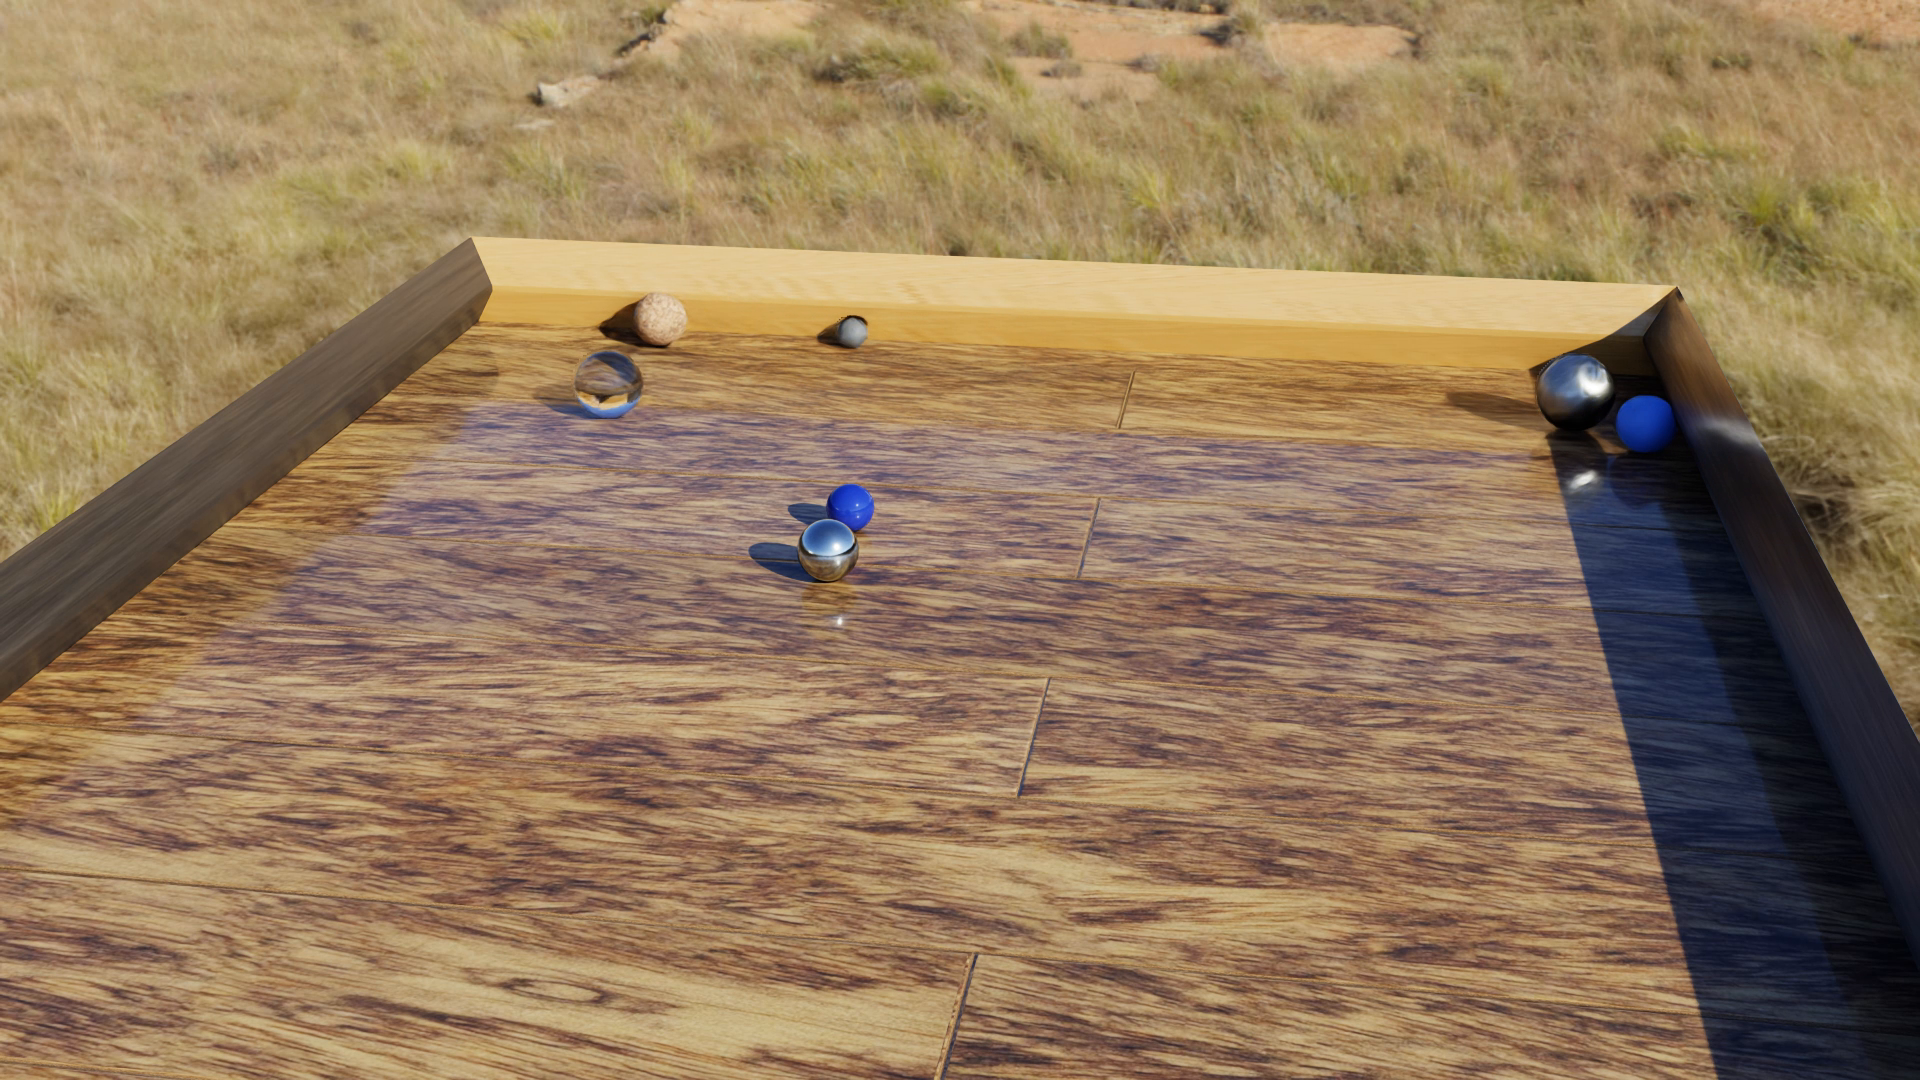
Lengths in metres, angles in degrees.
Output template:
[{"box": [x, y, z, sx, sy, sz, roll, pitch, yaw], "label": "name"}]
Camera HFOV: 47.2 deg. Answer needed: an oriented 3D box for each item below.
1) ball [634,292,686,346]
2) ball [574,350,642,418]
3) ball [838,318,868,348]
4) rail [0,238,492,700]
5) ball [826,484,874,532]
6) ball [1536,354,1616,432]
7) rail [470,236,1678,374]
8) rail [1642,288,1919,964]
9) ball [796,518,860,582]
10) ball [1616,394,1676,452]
[{"box": [-0.436, -0.321, 3.195, 0.078, 0.078, 0.078, 0, 22, 0], "label": "ball"}, {"box": [-0.463, -0.205, 2.899, 0.090, 0.090, 0.090, 0, 22, 0], "label": "ball"}, {"box": [-0.156, -0.301, 3.192, 0.043, 0.043, 0.043, 0, 22, 0], "label": "ball"}, {"box": [-0.966, 0.235, 1.770, 0.045, 0.128, 3.342, 3, 23, 8], "label": "rail"}, {"box": [-0.126, -0.037, 2.533, 0.056, 0.056, 0.056, 0, 22, 0], "label": "ball"}, {"box": [0.798, -0.190, 2.849, 0.099, 0.099, 0.099, 0, 22, 0], "label": "ball"}, {"box": [0.126, -0.332, 3.154, 1.740, 0.128, 0.045, 3, 23, 8], "label": "rail"}, {"box": [0.706, 0.335, 1.527, 0.045, 0.128, 3.342, 3, 23, 8], "label": "rail"}, {"box": [-0.144, 0.011, 2.398, 0.068, 0.068, 0.068, 0, 22, 0], "label": "ball"}, {"box": [0.866, -0.147, 2.778, 0.073, 0.073, 0.073, 0, 22, 0], "label": "ball"}]
